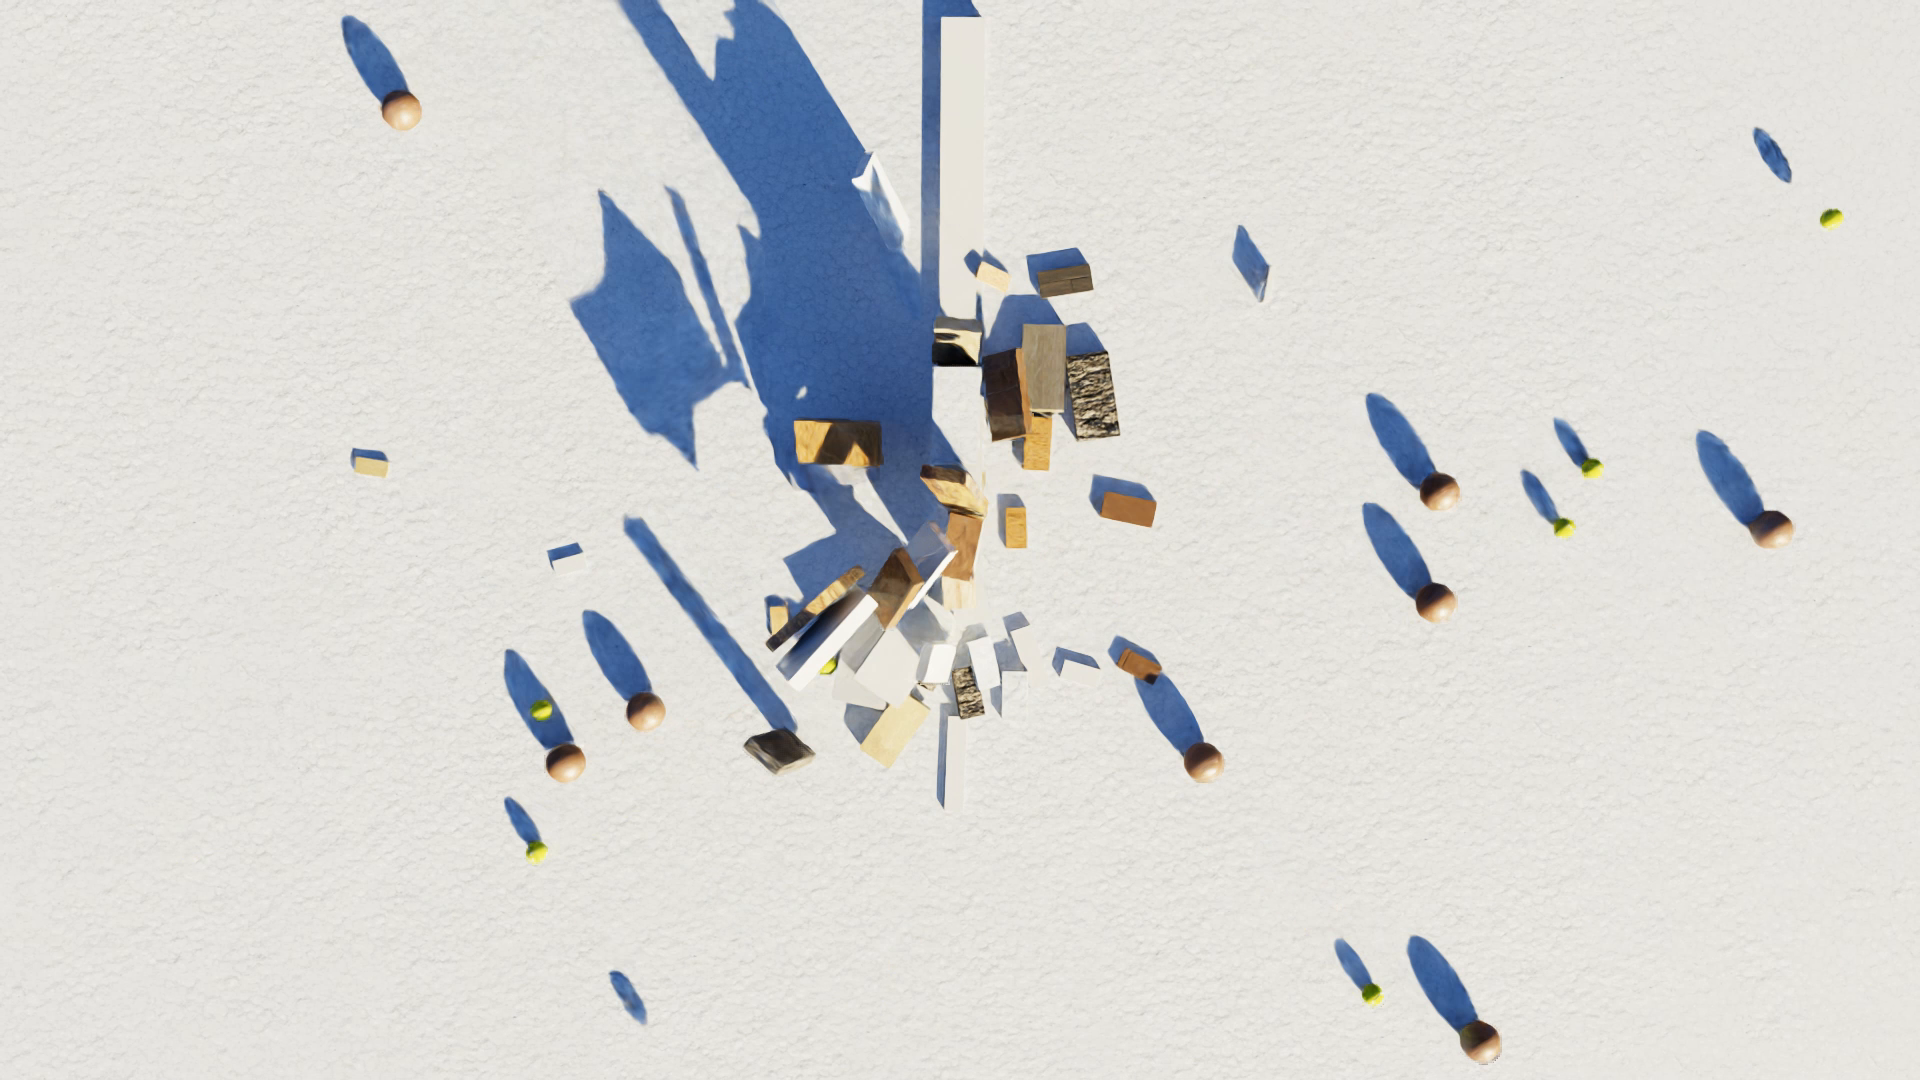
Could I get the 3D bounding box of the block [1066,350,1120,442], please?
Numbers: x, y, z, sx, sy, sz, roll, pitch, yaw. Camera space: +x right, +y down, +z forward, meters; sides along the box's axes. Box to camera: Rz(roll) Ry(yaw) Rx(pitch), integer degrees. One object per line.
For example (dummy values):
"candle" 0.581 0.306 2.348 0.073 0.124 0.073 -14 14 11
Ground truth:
"block" 0.441 -0.476 5.480 0.142 0.040 0.284 -9 90 0

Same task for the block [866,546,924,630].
"block" -0.204 0.150 5.105 0.038 0.268 0.134 -17 66 -34

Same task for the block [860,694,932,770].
"block" -0.215 0.624 5.462 0.122 0.035 0.244 35 100 -1

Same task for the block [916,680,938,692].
"block" -0.089 0.431 5.456 0.063 0.018 0.127 26 90 0

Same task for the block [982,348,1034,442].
"block" 0.156 -0.475 5.428 0.142 0.040 0.284 -10 84 40

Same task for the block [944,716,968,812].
"block" -0.014 0.745 5.491 0.063 0.018 0.317 2 90 0

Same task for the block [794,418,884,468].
"block" -0.394 -0.319 5.364 0.286 0.041 0.143 4 112 18

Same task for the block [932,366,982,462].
"block" -0.012 -0.385 5.067 0.145 0.041 0.290 2 90 0

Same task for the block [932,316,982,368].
"block" -0.012 -0.625 5.207 0.145 0.290 0.041 6 74 -1

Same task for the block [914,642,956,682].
"block" -0.077 0.392 5.291 0.035 0.244 0.122 16 91 17

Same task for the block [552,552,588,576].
"block" -1.298 0.082 5.492 0.107 0.015 0.054 -16 90 0

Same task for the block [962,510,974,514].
"block" 0.008 -0.073 5.215 0.059 0.017 0.118 23 91 1

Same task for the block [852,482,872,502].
"block" -0.327 -0.189 5.492 0.060 0.017 0.120 -7 90 0

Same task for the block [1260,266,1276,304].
"block" 1.020 -0.845 5.470 0.017 0.060 0.120 10 90 -2

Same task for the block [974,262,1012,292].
"block" 0.110 -0.871 5.466 0.118 0.017 0.059 22 81 -22

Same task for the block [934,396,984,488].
"block" -0.006 -0.300 5.172 0.152 0.043 0.304 2 90 0

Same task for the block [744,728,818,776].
"block" -0.580 0.683 5.343 0.143 0.286 0.041 39 101 14

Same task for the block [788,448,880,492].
"block" -0.418 -0.248 5.457 0.290 0.041 0.143 -7 90 9

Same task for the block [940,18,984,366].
"block" 0.006 -1.148 5.480 0.143 0.041 1.165 0 90 0

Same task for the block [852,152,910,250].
"block" -0.254 -1.099 5.357 0.041 0.143 0.286 -8 133 26

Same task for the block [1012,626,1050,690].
"block" 0.235 0.391 5.490 0.069 0.020 0.206 -19 90 0

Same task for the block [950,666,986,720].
"block" 0.026 0.506 5.476 0.083 0.024 0.167 -11 89 -16

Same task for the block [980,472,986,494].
"block" 0.003 -0.185 5.347 0.152 0.304 0.043 0 87 0

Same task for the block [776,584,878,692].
"block" -0.414 0.297 5.120 0.051 0.180 0.359 44 86 -22

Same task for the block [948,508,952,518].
"block" 0.001 -0.081 5.425 0.074 0.148 0.021 -1 102 -1

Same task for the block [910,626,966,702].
"block" -0.114 0.401 5.483 0.122 0.035 0.320 31 90 0

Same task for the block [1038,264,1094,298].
"block" 0.351 -0.860 5.488 0.176 0.025 0.088 -9 90 0

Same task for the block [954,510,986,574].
"block" 0.012 0.014 5.197 0.102 0.029 0.204 11 106 1

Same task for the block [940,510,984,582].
"block" 0.003 0.020 5.136 0.102 0.029 0.204 13 107 4

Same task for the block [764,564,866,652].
"block" -0.452 0.213 5.138 0.366 0.142 0.040 -40 91 30

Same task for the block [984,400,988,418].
"block" 0.031 -0.434 5.479 0.118 0.017 0.059 0 62 0

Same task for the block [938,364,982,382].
"block" -0.004 -0.527 5.269 0.145 0.290 0.041 6 103 0

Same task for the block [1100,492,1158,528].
"block" 0.560 -0.101 5.488 0.175 0.025 0.088 12 90 0

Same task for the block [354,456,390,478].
"block" -1.957 -0.241 5.492 0.107 0.015 0.054 10 90 0

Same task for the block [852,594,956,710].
"block" -0.176 0.355 5.407 0.180 0.051 0.359 36 81 -4

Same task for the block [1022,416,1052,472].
"block" 0.259 -0.320 5.488 0.088 0.025 0.175 4 90 0

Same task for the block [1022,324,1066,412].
"block" 0.276 -0.569 5.460 0.143 0.041 0.286 2 83 1

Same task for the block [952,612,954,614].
"block" 0.031 0.225 5.387 0.113 0.226 0.032 5 91 0

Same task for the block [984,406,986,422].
"block" 0.003 -0.391 5.347 0.152 0.304 0.043 0 86 0

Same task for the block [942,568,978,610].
"block" -0.005 0.116 5.196 0.102 0.029 0.204 -3 105 5

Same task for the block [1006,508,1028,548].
"block" 0.188 -0.040 5.490 0.069 0.020 0.138 -1 90 0

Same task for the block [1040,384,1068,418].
"block" 0.303 -0.470 5.479 0.060 0.017 0.122 27 81 6

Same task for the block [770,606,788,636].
"block" -0.600 0.274 5.492 0.054 0.015 0.107 -4 90 0

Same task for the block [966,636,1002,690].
"block" 0.079 0.409 5.475 0.083 0.024 0.167 -14 90 -20

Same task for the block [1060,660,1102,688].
"block" 0.401 0.445 5.491 0.127 0.018 0.063 16 90 0

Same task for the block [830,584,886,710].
"block" -0.297 0.354 5.452 0.180 0.051 0.387 12 83 0

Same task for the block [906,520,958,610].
"block" -0.126 0.077 5.173 0.134 0.038 0.268 53 125 23

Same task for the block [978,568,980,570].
"block" 0.002 0.078 5.386 0.113 0.226 0.032 -8 95 0

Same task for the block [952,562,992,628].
"block" 0.018 0.157 5.257 0.113 0.032 0.226 -14 91 0

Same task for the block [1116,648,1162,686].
"block" 0.596 0.421 5.490 0.138 0.020 0.069 28 90 0

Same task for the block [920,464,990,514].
"block" -0.012 -0.149 4.978 0.134 0.455 0.038 9 81 11

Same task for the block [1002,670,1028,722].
"block" 0.183 0.517 5.478 0.083 0.024 0.167 1 93 9
